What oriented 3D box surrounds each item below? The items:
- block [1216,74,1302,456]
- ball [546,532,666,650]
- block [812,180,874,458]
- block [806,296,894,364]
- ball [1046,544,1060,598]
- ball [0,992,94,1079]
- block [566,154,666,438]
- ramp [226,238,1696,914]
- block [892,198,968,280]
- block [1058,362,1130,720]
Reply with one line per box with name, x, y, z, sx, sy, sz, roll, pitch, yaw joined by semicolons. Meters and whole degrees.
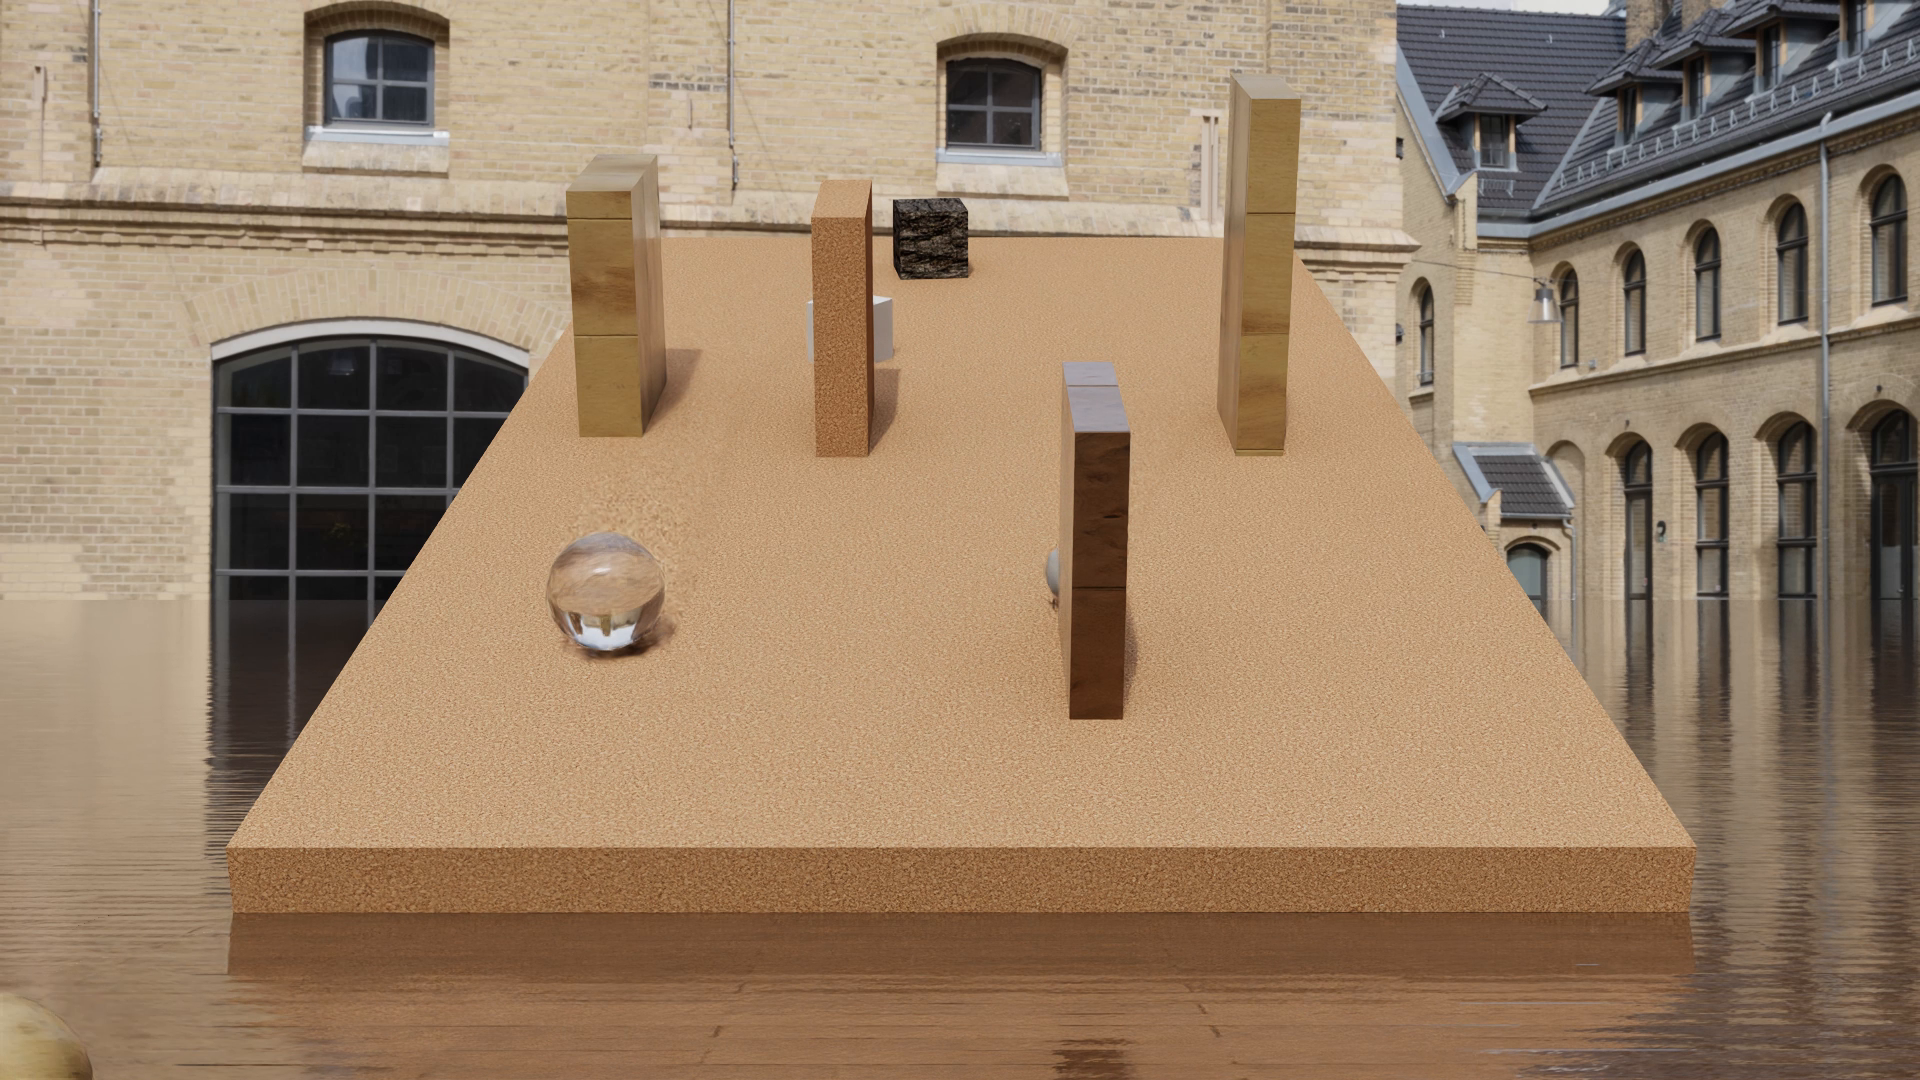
block;0.630;-0.588;4.798;0.099;0.746;0.363;0;19;0
ball;-0.584;0.084;3.721;0.194;0.194;0.194;0;-1;0
block;-0.248;-0.483;4.852;0.109;0.509;0.417;0;19;0
block;-0.266;-0.506;5.458;0.148;0.148;0.148;12;23;31
ball;0.205;0.055;3.882;0.117;0.117;0.117;0;-1;0
ball;-0.693;0.397;1.589;0.158;0.158;0.158;0;-1;0
block;-0.754;-0.548;4.995;0.136;0.534;0.444;0;19;0
ramp;-0.005;-0.202;4.973;2.000;0.100;4.000;0;19;0
block;-0.084;-0.850;6.369;0.190;0.190;0.190;-2;20;-7
block;0.209;-0.008;3.585;0.082;0.460;0.402;0;19;0
